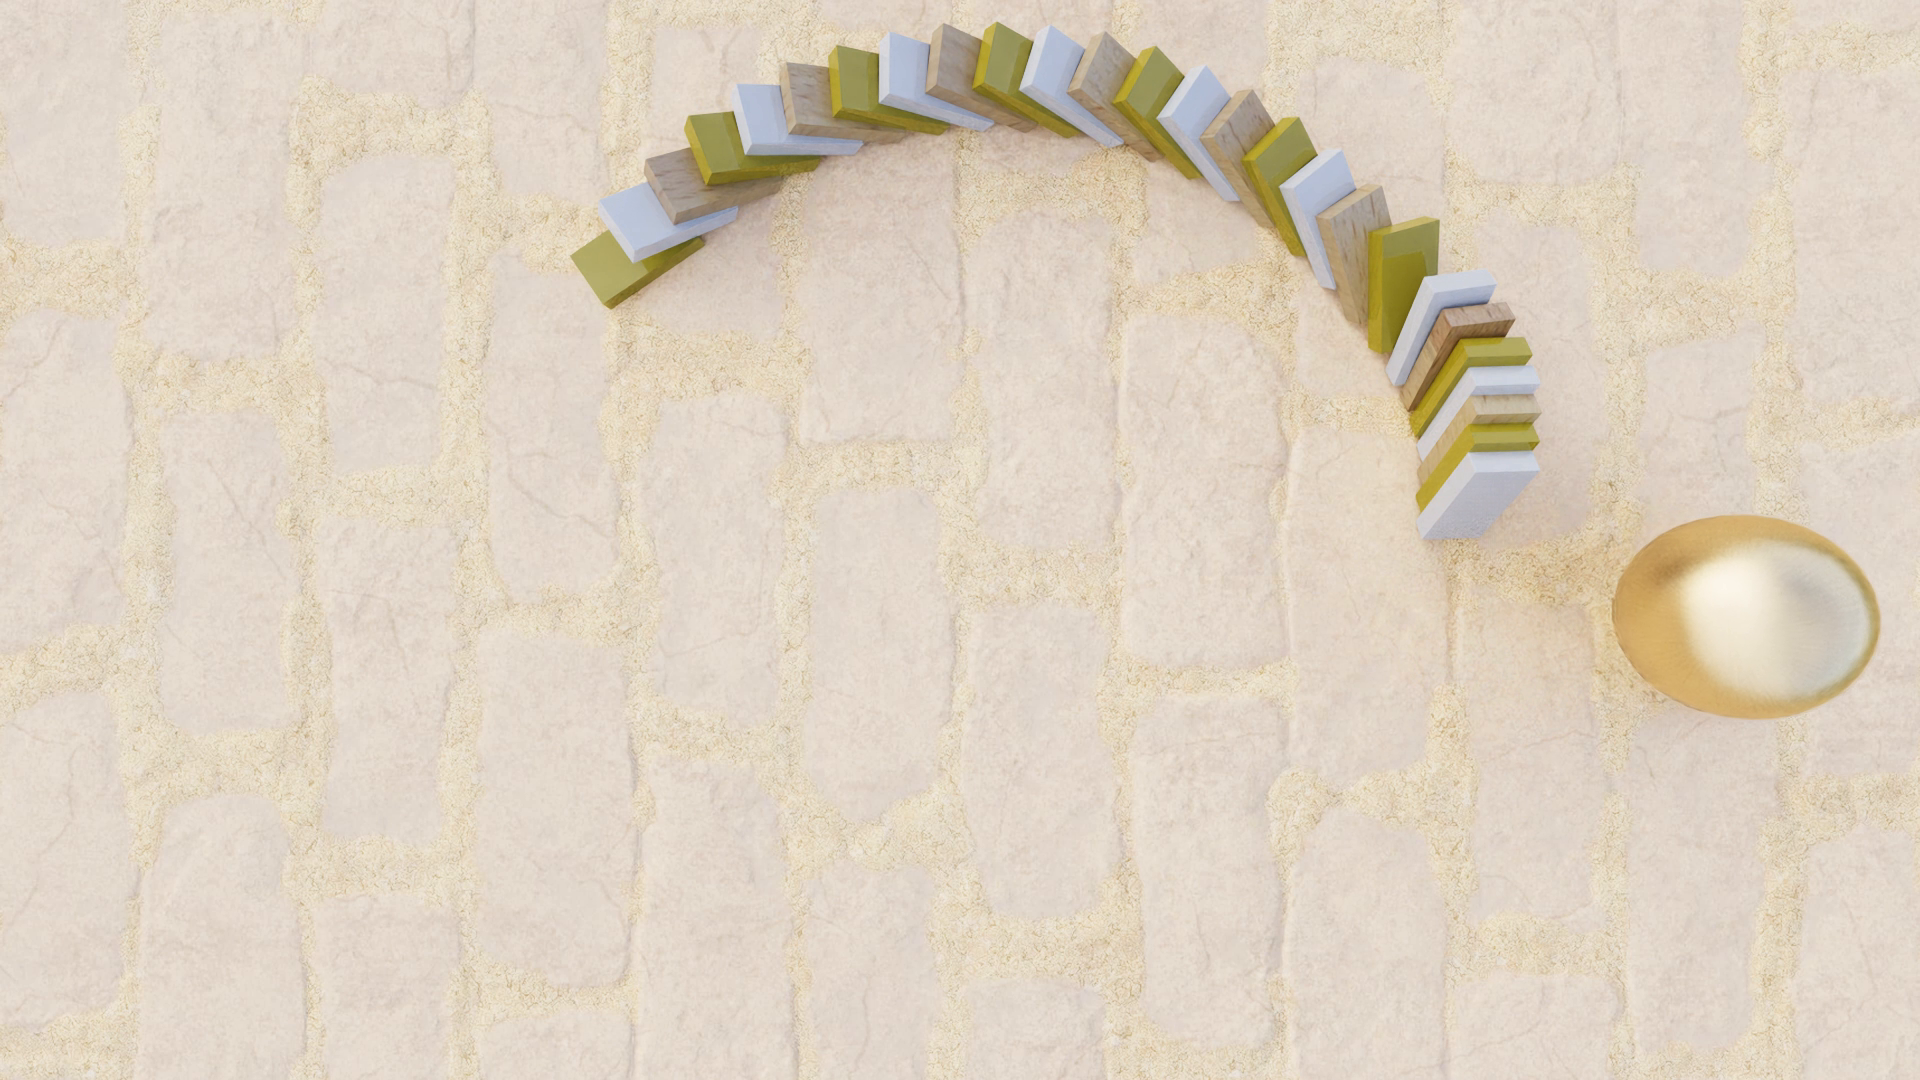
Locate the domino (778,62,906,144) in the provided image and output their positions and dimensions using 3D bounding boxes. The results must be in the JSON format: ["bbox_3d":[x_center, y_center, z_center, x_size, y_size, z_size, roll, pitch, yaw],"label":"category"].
[{"bbox_3d":[-0.049,-0.182,0.383,0.050,0.010,0.025,-9,90,-30],"label":"domino"}]

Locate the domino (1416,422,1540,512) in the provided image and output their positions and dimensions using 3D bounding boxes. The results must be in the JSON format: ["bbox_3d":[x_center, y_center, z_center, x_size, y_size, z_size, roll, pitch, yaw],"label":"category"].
[{"bbox_3d":[0.211,-0.029,0.376,0.025,0.050,0.009,-2,59,0],"label":"domino"}]

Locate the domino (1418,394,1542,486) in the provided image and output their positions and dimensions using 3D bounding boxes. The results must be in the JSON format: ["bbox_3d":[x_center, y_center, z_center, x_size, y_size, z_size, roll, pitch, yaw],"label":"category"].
[{"bbox_3d":[0.212,-0.040,0.376,0.025,0.050,0.010,-2,59,0],"label":"domino"}]

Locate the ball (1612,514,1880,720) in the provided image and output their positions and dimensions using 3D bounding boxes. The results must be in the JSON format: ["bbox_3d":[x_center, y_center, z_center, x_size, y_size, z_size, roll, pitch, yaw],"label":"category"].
[{"bbox_3d":[0.305,0.030,0.360,0.080,0.080,0.080,0,90,0],"label":"ball"}]

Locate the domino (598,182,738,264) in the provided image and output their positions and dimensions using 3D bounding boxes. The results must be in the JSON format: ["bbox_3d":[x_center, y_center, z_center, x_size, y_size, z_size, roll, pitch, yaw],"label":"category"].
[{"bbox_3d":[-0.122,-0.138,0.383,0.050,0.010,0.025,-35,90,-27],"label":"domino"}]

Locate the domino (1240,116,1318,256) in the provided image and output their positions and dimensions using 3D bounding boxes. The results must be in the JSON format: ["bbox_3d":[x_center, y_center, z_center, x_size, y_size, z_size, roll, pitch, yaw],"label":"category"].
[{"bbox_3d":[0.140,-0.147,0.383,0.025,0.010,0.050,-45,120,0],"label":"domino"}]

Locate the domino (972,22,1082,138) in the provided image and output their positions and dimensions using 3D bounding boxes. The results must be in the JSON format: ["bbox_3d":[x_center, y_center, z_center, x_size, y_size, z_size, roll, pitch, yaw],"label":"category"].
[{"bbox_3d":[0.031,-0.191,0.383,0.050,0.010,0.025,12,90,-31],"label":"domino"}]

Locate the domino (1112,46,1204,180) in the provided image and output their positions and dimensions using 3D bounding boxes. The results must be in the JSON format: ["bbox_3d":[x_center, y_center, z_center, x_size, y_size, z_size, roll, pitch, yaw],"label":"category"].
[{"bbox_3d":[0.089,-0.178,0.383,0.050,0.010,0.025,29,90,-31],"label":"domino"}]

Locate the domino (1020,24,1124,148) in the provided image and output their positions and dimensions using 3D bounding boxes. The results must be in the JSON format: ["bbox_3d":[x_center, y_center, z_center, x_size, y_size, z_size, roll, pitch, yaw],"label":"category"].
[{"bbox_3d":[0.051,-0.189,0.383,0.050,0.010,0.025,17,90,-31],"label":"domino"}]

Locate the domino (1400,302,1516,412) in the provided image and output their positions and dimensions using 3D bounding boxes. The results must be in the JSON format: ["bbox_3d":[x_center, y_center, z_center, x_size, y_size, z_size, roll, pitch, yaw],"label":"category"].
[{"bbox_3d":[0.203,-0.074,0.376,0.025,0.050,0.009,-7,57,0],"label":"domino"}]

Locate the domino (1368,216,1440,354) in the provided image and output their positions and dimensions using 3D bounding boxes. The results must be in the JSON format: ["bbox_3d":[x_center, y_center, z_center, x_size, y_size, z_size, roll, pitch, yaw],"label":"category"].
[{"bbox_3d":[0.185,-0.106,0.383,0.025,0.009,0.050,-17,119,-4],"label":"domino"}]

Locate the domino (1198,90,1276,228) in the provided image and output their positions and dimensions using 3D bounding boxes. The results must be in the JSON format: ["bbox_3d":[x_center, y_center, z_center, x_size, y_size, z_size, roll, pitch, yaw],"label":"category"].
[{"bbox_3d":[0.124,-0.159,0.383,0.050,0.009,0.025,39,90,-30],"label":"domino"}]

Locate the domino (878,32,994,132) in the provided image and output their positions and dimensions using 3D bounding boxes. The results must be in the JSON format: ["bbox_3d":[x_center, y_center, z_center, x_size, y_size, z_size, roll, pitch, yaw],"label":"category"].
[{"bbox_3d":[-0.009,-0.191,0.383,0.050,0.010,0.025,1,90,-30],"label":"domino"}]

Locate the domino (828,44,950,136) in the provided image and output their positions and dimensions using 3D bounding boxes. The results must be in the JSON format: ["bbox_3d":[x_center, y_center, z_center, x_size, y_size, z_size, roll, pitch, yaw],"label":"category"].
[{"bbox_3d":[-0.029,-0.187,0.383,0.050,0.010,0.025,-5,90,-30],"label":"domino"}]

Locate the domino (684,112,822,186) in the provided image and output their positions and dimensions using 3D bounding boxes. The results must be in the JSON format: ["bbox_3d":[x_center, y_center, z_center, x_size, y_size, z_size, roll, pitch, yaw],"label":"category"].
[{"bbox_3d":[-0.086,-0.165,0.383,0.050,0.010,0.025,-22,89,-30],"label":"domino"}]

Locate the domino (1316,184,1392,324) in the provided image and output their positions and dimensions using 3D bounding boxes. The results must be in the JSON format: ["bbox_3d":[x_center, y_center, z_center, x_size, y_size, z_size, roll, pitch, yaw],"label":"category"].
[{"bbox_3d":[0.169,-0.119,0.383,0.025,0.009,0.050,-33,121,0],"label":"domino"}]

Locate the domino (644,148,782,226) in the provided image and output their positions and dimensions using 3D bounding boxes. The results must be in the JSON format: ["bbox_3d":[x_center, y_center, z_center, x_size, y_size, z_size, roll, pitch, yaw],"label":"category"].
[{"bbox_3d":[-0.103,-0.152,0.384,0.050,0.010,0.025,-30,90,-27],"label":"domino"}]

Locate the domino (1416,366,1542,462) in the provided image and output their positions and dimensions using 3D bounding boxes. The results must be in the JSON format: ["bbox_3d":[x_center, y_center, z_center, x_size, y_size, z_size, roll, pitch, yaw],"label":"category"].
[{"bbox_3d":[0.211,-0.051,0.376,0.025,0.050,0.010,-2,59,0],"label":"domino"}]

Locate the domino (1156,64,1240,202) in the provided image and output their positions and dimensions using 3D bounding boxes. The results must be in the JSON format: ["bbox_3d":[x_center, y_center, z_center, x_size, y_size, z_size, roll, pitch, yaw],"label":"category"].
[{"bbox_3d":[0.107,-0.169,0.383,0.050,0.010,0.025,35,90,-30],"label":"domino"}]

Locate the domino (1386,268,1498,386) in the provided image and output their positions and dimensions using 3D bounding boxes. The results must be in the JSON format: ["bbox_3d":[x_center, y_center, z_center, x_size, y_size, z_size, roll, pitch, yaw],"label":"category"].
[{"bbox_3d":[0.197,-0.086,0.377,0.025,0.050,0.010,-8,54,-1],"label":"domino"}]

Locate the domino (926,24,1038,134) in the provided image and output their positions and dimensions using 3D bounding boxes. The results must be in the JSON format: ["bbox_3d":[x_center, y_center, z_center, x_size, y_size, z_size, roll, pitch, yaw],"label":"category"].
[{"bbox_3d":[0.011,-0.192,0.383,0.050,0.009,0.025,7,90,-31],"label":"domino"}]

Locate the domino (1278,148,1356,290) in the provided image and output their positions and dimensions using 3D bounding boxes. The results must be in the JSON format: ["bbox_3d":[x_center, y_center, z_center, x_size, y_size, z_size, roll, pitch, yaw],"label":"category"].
[{"bbox_3d":[0.155,-0.134,0.383,0.025,0.009,0.050,-39,120,0],"label":"domino"}]

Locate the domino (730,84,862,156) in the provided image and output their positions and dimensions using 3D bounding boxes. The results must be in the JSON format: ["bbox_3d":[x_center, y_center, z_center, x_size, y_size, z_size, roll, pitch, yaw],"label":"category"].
[{"bbox_3d":[-0.068,-0.176,0.383,0.050,0.010,0.025,-14,90,-30],"label":"domino"}]

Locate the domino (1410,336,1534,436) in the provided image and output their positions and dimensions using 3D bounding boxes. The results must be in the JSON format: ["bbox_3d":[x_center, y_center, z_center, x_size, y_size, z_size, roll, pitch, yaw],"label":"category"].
[{"bbox_3d":[0.208,-0.062,0.376,0.025,0.050,0.009,-2,59,0],"label":"domino"}]

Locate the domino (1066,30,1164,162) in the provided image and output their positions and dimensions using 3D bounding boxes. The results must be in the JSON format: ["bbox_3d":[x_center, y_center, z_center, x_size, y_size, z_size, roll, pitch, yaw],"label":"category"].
[{"bbox_3d":[0.070,-0.184,0.383,0.050,0.009,0.025,24,90,-31],"label":"domino"}]

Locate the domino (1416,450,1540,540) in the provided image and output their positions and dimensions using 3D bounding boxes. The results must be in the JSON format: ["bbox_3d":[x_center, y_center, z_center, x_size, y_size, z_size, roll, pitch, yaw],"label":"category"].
[{"bbox_3d":[0.211,-0.018,0.376,0.025,0.050,0.010,-2,59,0],"label":"domino"}]

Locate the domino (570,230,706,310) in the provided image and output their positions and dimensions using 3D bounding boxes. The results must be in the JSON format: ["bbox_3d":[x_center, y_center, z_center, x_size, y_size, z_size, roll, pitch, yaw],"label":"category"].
[{"bbox_3d":[-0.139,-0.125,0.395,0.050,0.009,0.025,-34,90,0],"label":"domino"}]
